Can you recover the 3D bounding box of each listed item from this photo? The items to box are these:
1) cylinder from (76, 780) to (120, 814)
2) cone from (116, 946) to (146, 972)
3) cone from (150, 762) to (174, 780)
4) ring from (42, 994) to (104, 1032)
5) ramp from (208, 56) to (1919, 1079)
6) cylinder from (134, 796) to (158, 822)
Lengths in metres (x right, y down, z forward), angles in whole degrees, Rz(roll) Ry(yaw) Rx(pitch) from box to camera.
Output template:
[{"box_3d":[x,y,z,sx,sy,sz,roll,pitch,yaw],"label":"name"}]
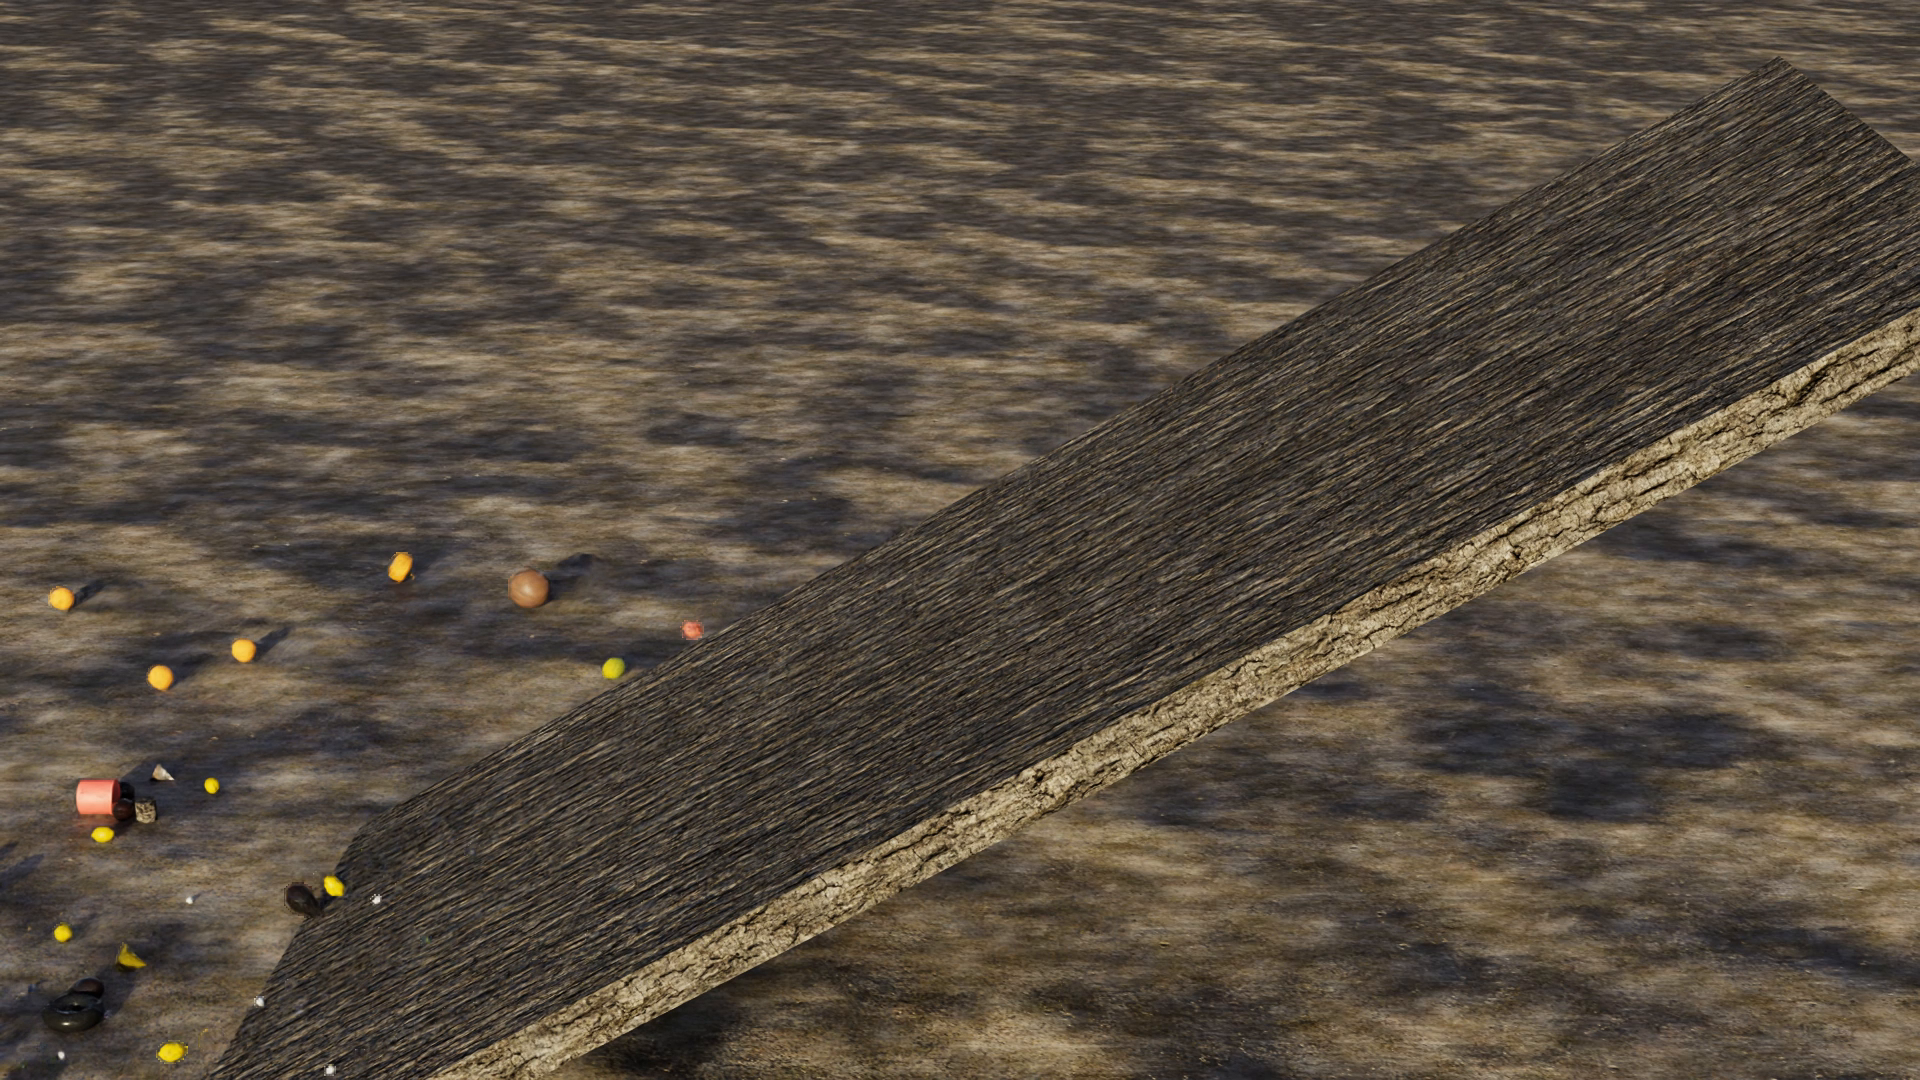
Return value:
[{"box_3d":[-2.310,0.691,7.892,0.092,0.092,0.092,0,19,-1],"label":"cylinder"},{"box_3d":[-1.976,1.010,7.042,0.066,0.066,0.066,22,10,-23],"label":"cone"},{"box_3d":[-2.195,0.650,8.117,0.057,0.057,0.057,25,17,-8],"label":"cone"},{"box_3d":[-2.044,1.090,6.781,0.139,0.046,0.139,1,19,0],"label":"ring"},{"box_3d":[0.142,0.168,6.285,4.000,0.100,2.000,-28,15,12],"label":"ramp"},{"box_3d":[-2.175,0.720,7.862,0.054,0.054,0.054,0,19,0],"label":"cylinder"}]
